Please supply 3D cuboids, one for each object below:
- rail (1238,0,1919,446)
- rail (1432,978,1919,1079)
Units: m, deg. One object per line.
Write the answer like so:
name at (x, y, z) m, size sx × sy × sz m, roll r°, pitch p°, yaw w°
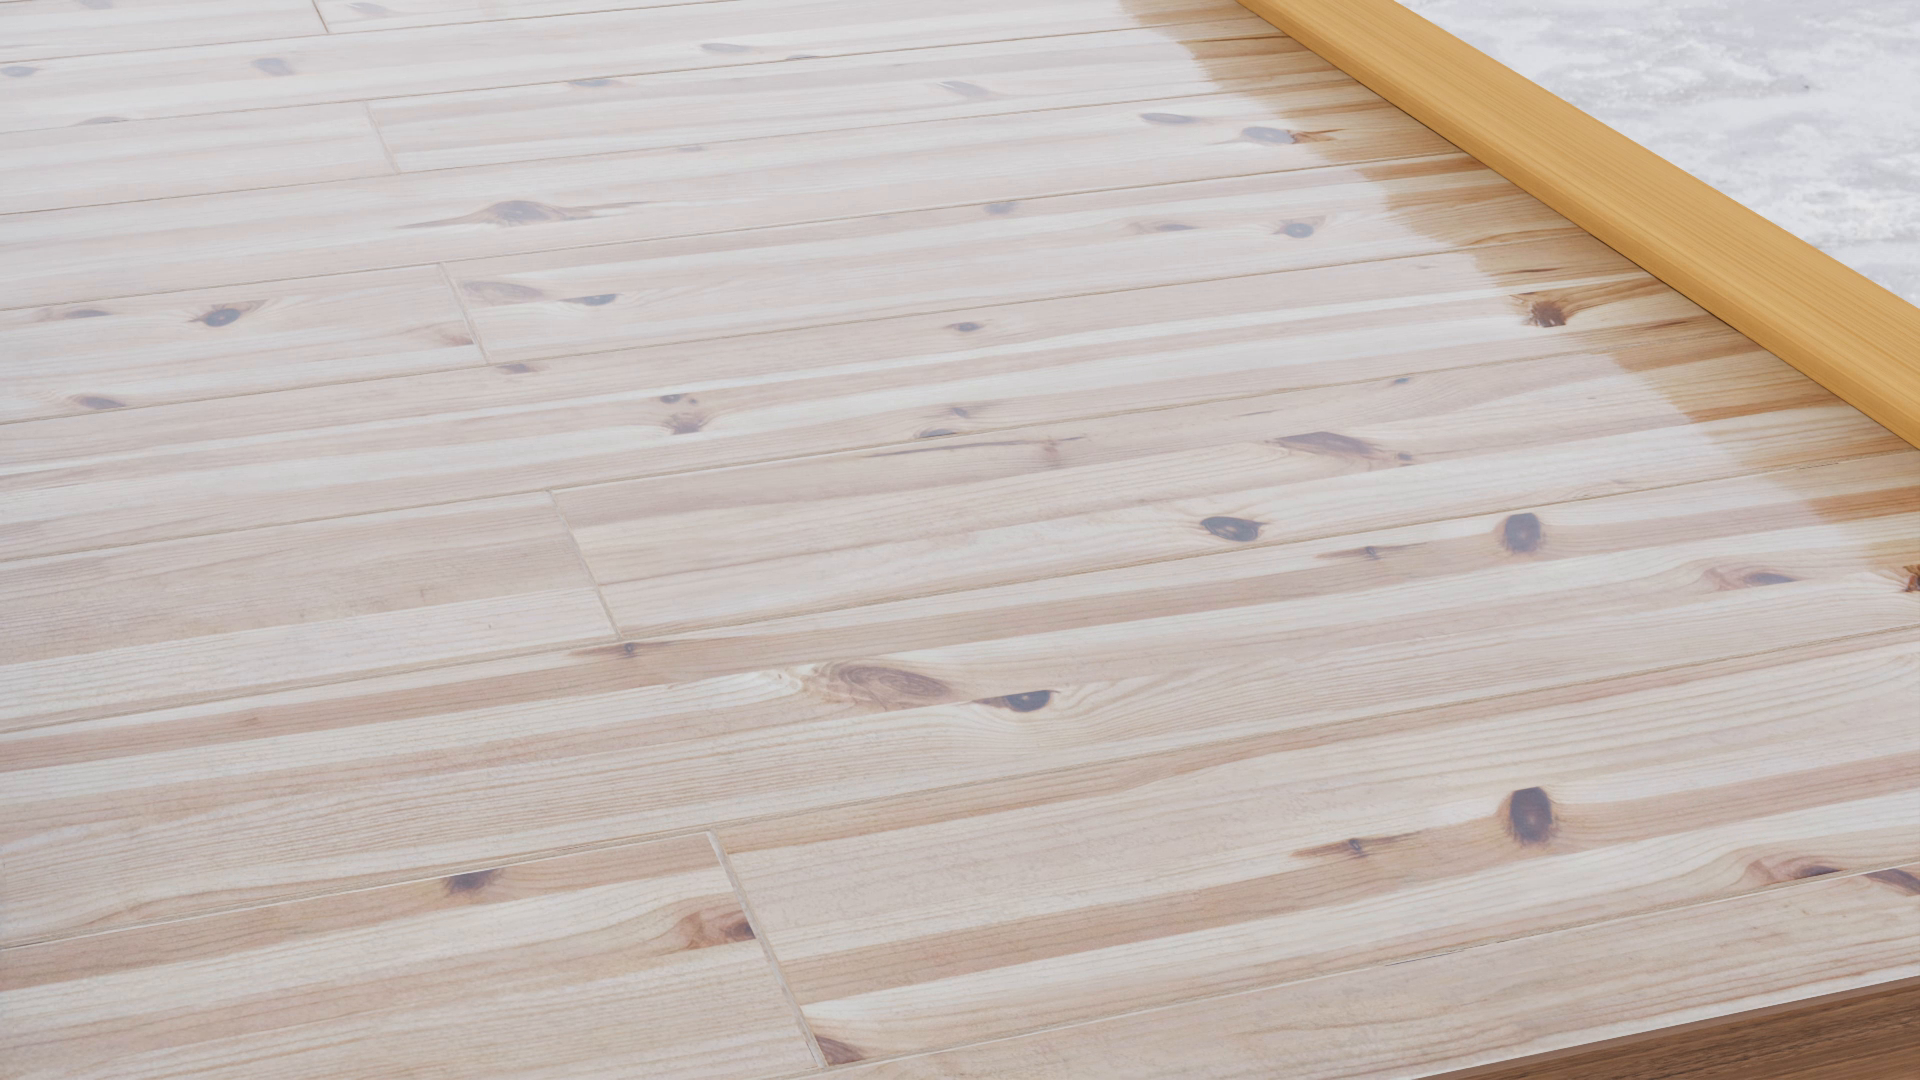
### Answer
rail at (0.468, -0.427, 2.844) m, size 0.045 × 0.103 × 2.982 m, roll -8°, pitch 27°, yaw -16°
rail at (0.224, 0.279, 1.382) m, size 1.520 × 0.103 × 0.045 m, roll -8°, pitch 27°, yaw -16°
